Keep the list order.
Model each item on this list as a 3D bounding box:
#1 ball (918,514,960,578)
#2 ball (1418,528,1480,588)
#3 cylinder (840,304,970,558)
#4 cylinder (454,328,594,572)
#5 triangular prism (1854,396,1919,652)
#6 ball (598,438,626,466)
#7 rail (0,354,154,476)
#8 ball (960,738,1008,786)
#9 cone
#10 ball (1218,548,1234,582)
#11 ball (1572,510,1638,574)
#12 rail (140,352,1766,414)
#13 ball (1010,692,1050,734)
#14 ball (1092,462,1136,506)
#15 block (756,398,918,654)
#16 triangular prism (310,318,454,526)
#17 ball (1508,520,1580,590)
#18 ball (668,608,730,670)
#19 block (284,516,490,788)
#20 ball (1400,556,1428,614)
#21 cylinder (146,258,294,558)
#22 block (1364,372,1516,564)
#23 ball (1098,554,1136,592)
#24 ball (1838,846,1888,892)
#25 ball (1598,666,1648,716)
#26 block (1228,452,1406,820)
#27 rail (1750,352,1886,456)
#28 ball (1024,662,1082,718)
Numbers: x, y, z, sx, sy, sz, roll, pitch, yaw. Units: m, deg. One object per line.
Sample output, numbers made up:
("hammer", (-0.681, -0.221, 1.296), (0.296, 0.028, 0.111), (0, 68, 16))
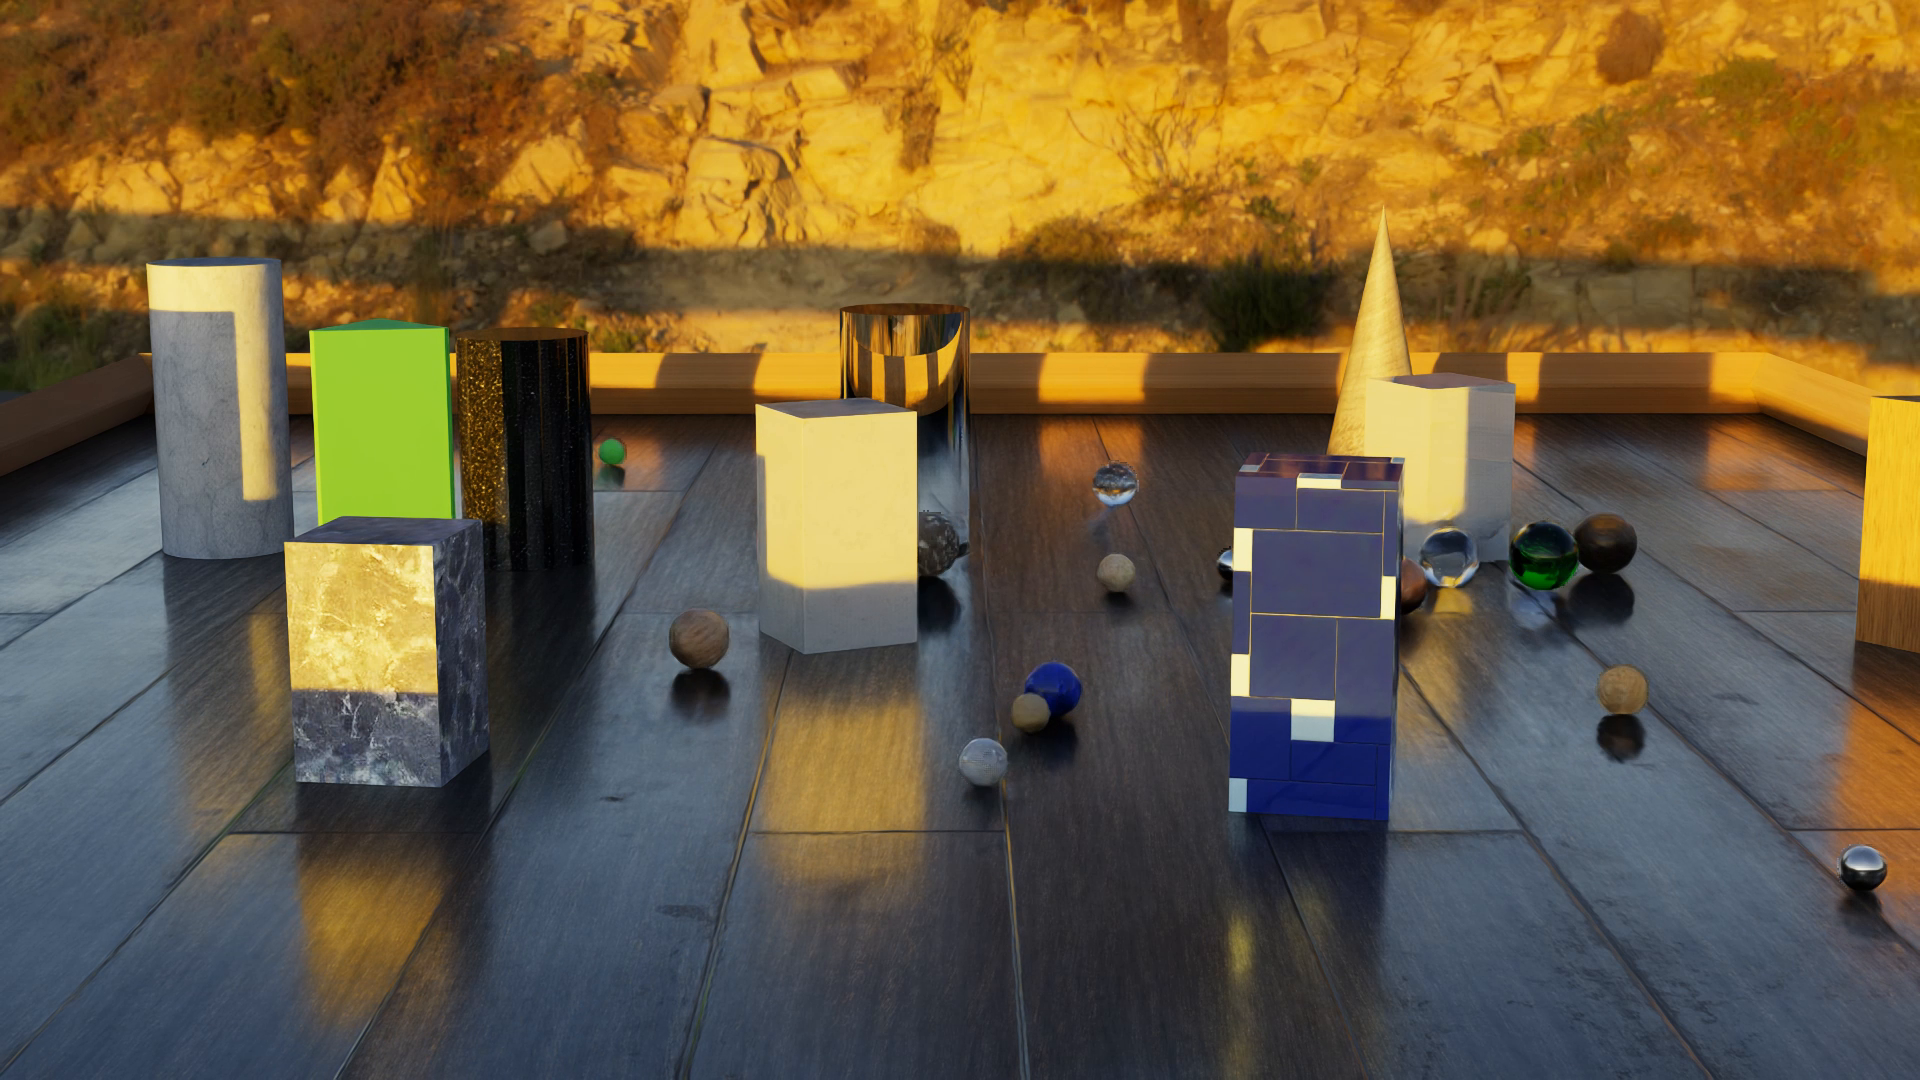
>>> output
("ball", (-0.047, 0.007, 3.683), (0.092, 0.092, 0.092), (0, 11, 0))
("ball", (0.687, 0.026, 3.606), (0.085, 0.085, 0.085), (0, 11, 0))
("cylinder", (-0.082, -0.164, 3.854), (0.194, 0.366, 0.194), (0, 11, 0))
("cylinder", (-0.643, -0.138, 3.797), (0.194, 0.336, 0.194), (0, 11, 0))
("triangular prism", (1.256, -0.022, 3.238), (0.146, 0.313, 0.168), (-7, 13, -35))
("ball", (-0.639, -0.162, 4.713), (0.049, 0.049, 0.049), (0, 11, 0))
("rail", (-1.687, 0.034, 3.439), (0.045, 0.126, 3.975), (0, 11, 0))
("ball", (0.024, 0.227, 2.617), (0.050, 0.050, 0.050), (0, 11, 0))
("cone", (0.740, -0.348, 4.524), (0.194, 0.485, 0.194), (0, 11, 0))
("ball", (0.390, 0.036, 3.656), (0.046, 0.046, 0.046), (0, 11, 0))
("ball", (0.932, 0.002, 3.710), (0.092, 0.092, 0.092), (0, 11, 0))
("rail", (-0.011, -0.326, 5.380), (3.422, 0.126, 0.045), (0, 11, 0))
("ball", (0.077, 0.191, 2.827), (0.044, 0.044, 0.044), (0, 11, 0))
("ball", (0.258, -0.092, 4.271), (0.073, 0.073, 0.073), (0, 11, 0))
("block", (-0.158, -0.022, 3.280), (0.156, 0.297, 0.156), (-5, 12, -25))
("triangular prism", (-0.750, -0.085, 3.348), (0.168, 0.395, 0.146), (-2, 11, -12))
("ball", (0.817, 0.022, 3.591), (0.097, 0.097, 0.097), (0, 11, 0))
("ball", (-0.318, 0.120, 3.125), (0.075, 0.075, 0.075), (0, 11, 0))
("block", (-0.595, 0.113, 2.680), (0.156, 0.250, 0.156), (1, 11, 8))
("ball", (0.585, 0.061, 3.431), (0.079, 0.079, 0.079), (0, 11, 0))
("cylinder", (-1.116, -0.203, 3.879), (0.194, 0.434, 0.194), (0, 11, 0))
("block", (0.712, -0.106, 3.827), (0.156, 0.264, 0.156), (-5, 12, -27))
("ball", (0.219, 0.045, 3.585), (0.053, 0.053, 0.053), (0, 11, 0))
("ball", (0.805, 0.293, 2.287), (0.041, 0.041, 0.041), (0, 11, 0))
("ball", (0.751, 0.171, 2.905), (0.055, 0.055, 0.055), (0, 11, 0))
("block", (0.358, 0.092, 2.562), (0.156, 0.335, 0.156), (2, 11, 12))
("rail", (1.687, 0.031, 3.459), (0.045, 0.126, 3.975), (0, 11, 0))
("ball", (0.105, 0.169, 2.893), (0.064, 0.064, 0.064), (0, 11, 0))
